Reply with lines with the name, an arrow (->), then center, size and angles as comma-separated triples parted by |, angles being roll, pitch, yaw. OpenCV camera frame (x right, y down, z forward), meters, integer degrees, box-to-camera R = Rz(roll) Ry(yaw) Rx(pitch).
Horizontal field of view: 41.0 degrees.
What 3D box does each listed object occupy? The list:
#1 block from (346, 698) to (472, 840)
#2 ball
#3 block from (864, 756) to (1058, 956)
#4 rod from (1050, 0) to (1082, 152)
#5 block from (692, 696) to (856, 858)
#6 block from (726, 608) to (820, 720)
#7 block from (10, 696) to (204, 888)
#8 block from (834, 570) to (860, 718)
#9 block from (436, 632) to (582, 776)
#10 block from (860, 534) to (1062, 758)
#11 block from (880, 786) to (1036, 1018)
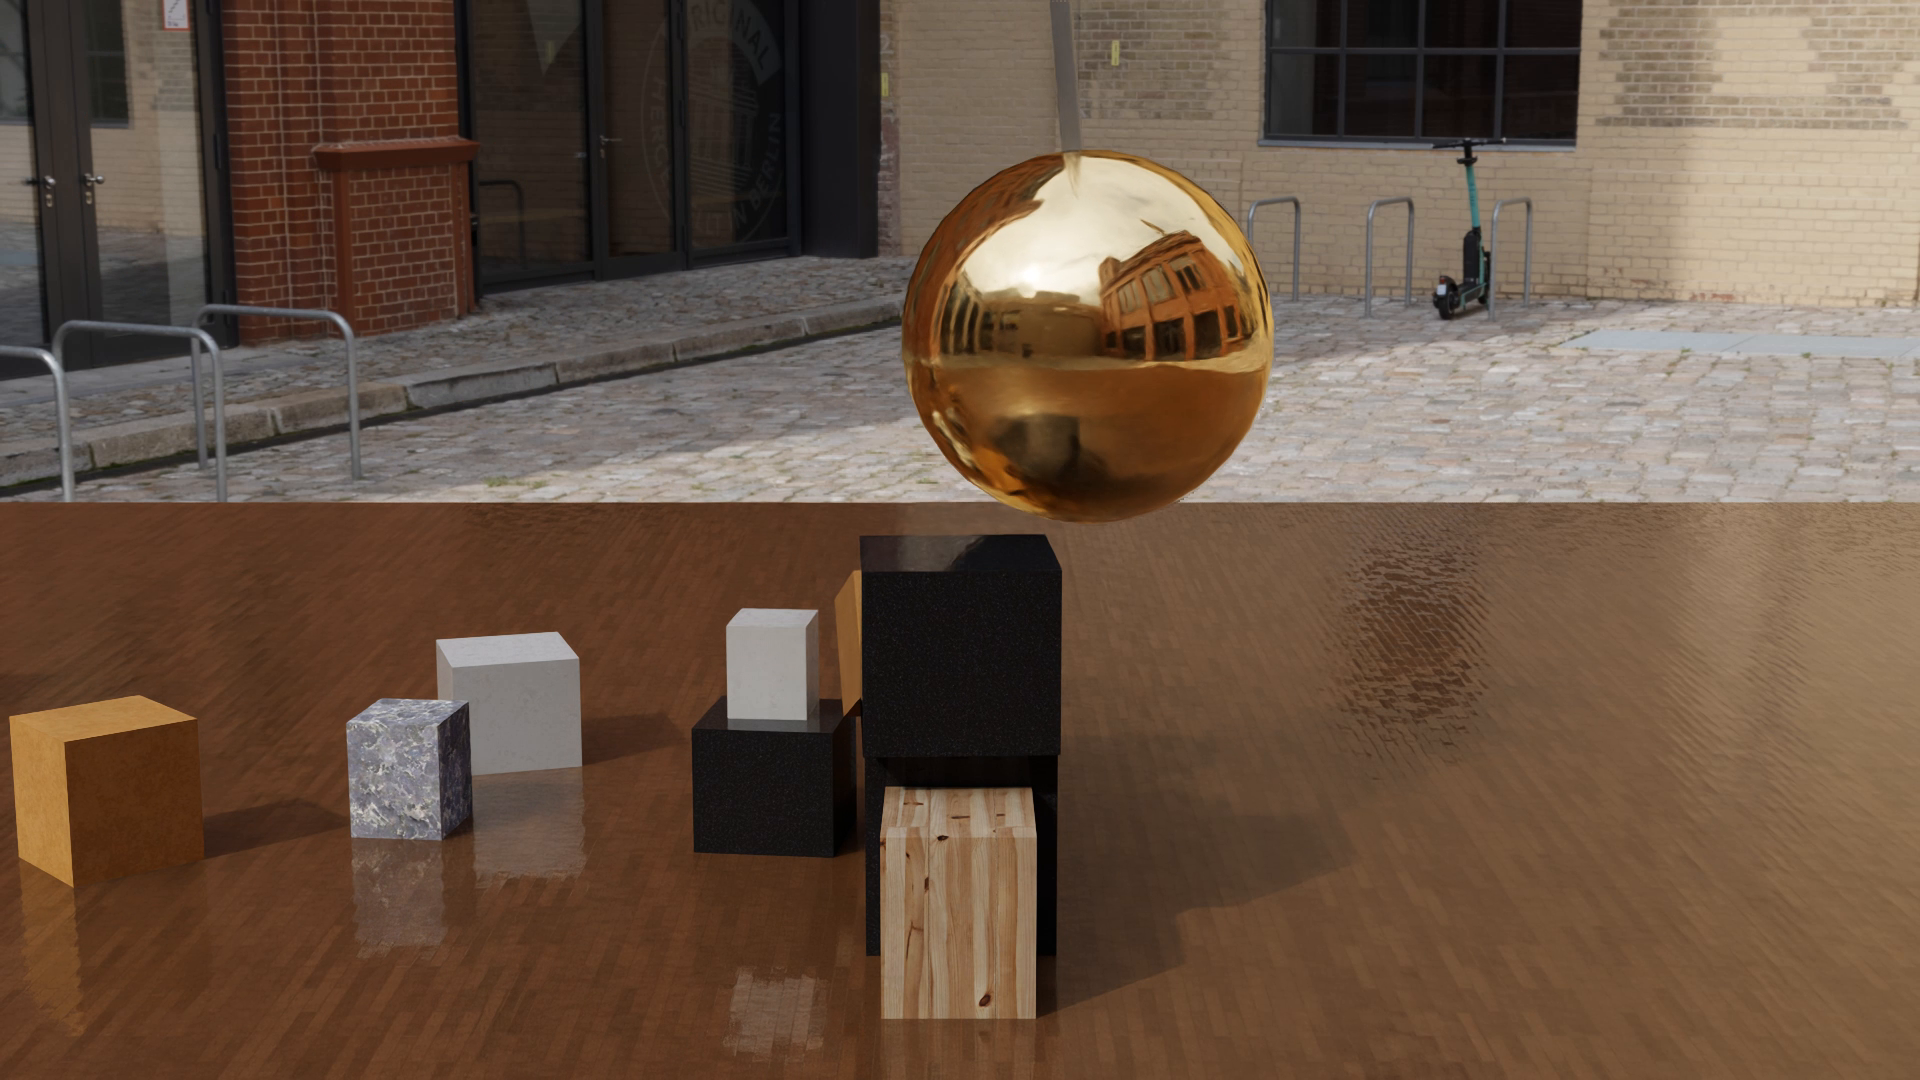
block -> -2.592, 1.077, 12.112 | 0.434, 0.547, 0.481 | 1, 10, 7
ball -> 0.546, -0.870, 11.022 | 1.600, 1.600, 1.600 | 0, 10, 0
block -> 0.004, 1.177, 10.632 | 0.768, 0.880, 0.745 | 0, 10, 0
rod -> 0.237, -4.202, 10.416 | 0.080, 5.200, 0.080 | -5, 10, 1
block -> -0.854, 1.092, 11.930 | 0.647, 0.583, 0.631 | 1, 10, 7
block -> -0.867, 0.574, 11.930 | 0.367, 0.435, 0.391 | 1, 10, 5
block -> -3.846, 1.120, 11.573 | 0.611, 0.656, 0.600 | -9, 14, -41
block -> -0.213, 0.445, 11.159 | 0.551, 0.533, 0.547 | -2, -14, -12
block -> -2.349, 0.844, 13.336 | 0.642, 0.568, 0.669 | -3, 11, -18
block -> -0.012, 0.411, 10.325 | 0.773, 0.736, 0.786 | -1, 10, -3
block -> -0.006, 1.392, 9.933 | 0.582, 0.708, 0.691 | 0, 10, 0
